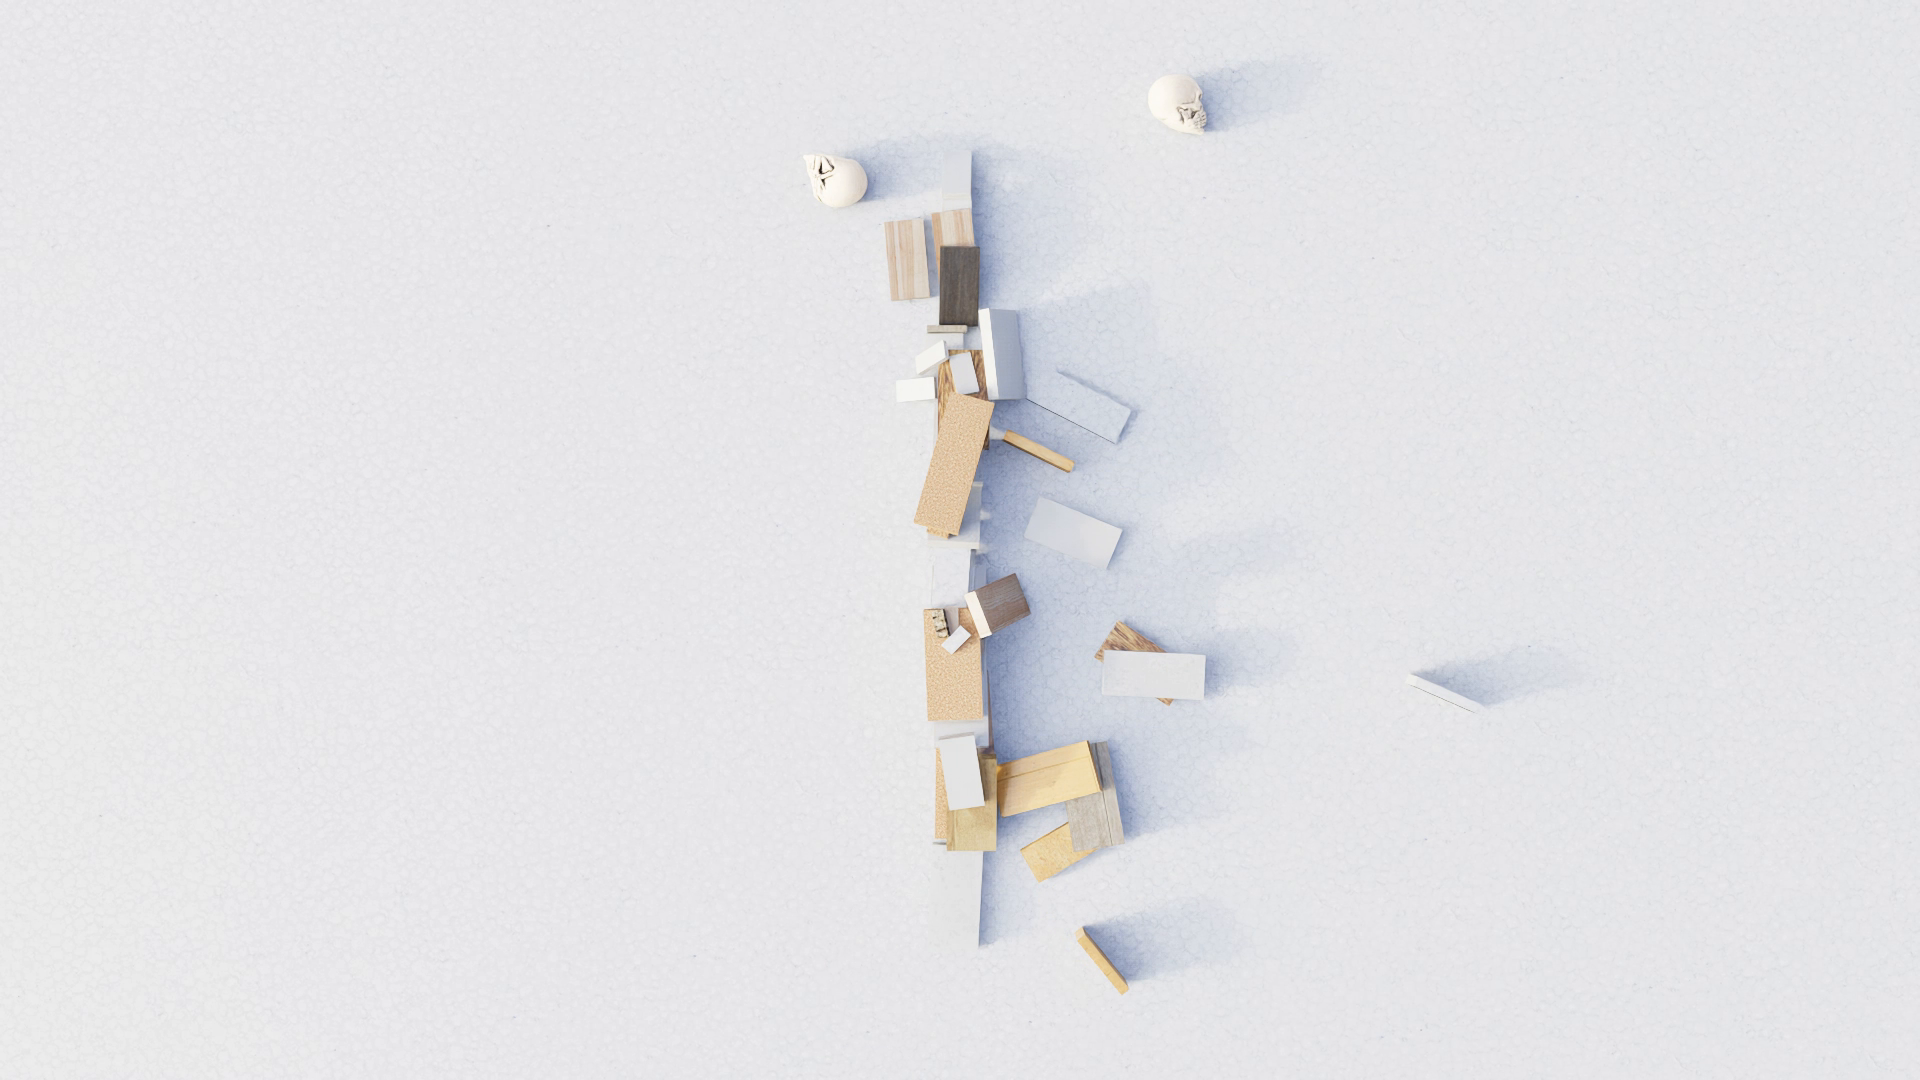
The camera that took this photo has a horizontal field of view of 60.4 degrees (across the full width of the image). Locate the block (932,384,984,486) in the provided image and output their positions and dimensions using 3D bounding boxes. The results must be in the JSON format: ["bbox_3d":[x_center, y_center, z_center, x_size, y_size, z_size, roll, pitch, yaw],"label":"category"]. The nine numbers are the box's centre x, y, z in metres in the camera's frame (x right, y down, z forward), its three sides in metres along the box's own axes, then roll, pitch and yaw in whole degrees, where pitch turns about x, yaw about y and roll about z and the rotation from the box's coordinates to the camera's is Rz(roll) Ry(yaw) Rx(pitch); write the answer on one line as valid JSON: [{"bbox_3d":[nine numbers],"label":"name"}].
[{"bbox_3d":[-0.004,-0.344,5.427,0.167,0.047,0.335,1,73,0],"label":"block"}]

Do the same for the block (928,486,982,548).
[{"bbox_3d":[-0.013,-0.136,5.407,0.167,0.047,0.335,3,65,1],"label":"block"}]

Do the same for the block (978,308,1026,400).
[{"bbox_3d":[0.139,-0.609,5.429,0.042,0.148,0.295,-6,90,39],"label":"block"}]

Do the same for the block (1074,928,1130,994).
[{"bbox_3d":[0.467,1.388,5.442,0.033,0.115,0.230,-39,90,0],"label":"block"}]

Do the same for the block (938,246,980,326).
[{"bbox_3d":[-0.003,-0.837,5.442,0.130,0.037,0.259,1,107,-2],"label":"block"}]

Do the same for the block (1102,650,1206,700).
[{"bbox_3d":[0.638,0.444,5.437,0.331,0.042,0.147,3,90,0],"label":"block"}]

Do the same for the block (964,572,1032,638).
[{"bbox_3d":[0.125,0.210,5.362,0.042,0.294,0.147,-21,90,30],"label":"block"}]

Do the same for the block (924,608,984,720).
[{"bbox_3d":[-0.022,0.400,5.326,0.179,0.051,0.357,-2,92,0],"label":"block"}]

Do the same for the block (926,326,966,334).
[{"bbox_3d":[-0.043,-0.698,5.467,0.131,0.066,0.019,0,90,0],"label":"block"}]

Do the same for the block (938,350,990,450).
[{"bbox_3d":[0.012,-0.461,5.414,0.167,0.047,0.335,0,73,0],"label":"block"}]

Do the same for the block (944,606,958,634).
[{"bbox_3d":[-0.027,0.259,5.290,0.045,0.013,0.090,-2,92,0],"label":"block"}]

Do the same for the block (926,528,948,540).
[{"bbox_3d":[-0.034,-0.138,5.334,0.071,0.020,0.262,18,80,3],"label":"block"}]

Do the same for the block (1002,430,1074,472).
[{"bbox_3d":[0.258,-0.292,5.439,0.245,0.122,0.035,26,90,0],"label":"block"}]

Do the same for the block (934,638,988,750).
[{"bbox_3d":[0.001,0.503,5.410,0.179,0.051,0.357,-1,74,1],"label":"block"}]

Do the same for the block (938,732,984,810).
[{"bbox_3d":[0.005,0.745,5.319,0.115,0.033,0.247,-8,106,1],"label":"block"}]

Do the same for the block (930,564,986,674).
[{"bbox_3d":[-0.007,0.259,5.426,0.179,0.051,0.357,1,74,0],"label":"block"}]

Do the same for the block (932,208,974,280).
[{"bbox_3d":[-0.016,-0.956,5.444,0.130,0.037,0.259,-7,107,0],"label":"block"}]

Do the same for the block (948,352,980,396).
[{"bbox_3d":[0.013,-0.541,5.404,0.071,0.020,0.142,-12,73,-4],"label":"block"}]

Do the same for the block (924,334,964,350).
[{"bbox_3d":[-0.054,-0.654,5.491,0.131,0.019,0.066,-1,90,0],"label":"block"}]

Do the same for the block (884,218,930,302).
[{"bbox_3d":[-0.176,-0.930,5.482,0.130,0.037,0.259,-5,90,0],"label":"block"}]

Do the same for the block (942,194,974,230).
[{"bbox_3d":[-0.005,-1.045,5.452,0.094,0.027,0.187,-4,107,1],"label":"block"}]

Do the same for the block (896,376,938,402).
[{"bbox_3d":[-0.143,-0.497,5.458,0.142,0.020,0.071,-3,90,28],"label":"block"}]

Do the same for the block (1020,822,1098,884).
[{"bbox_3d":[0.336,1.024,5.483,0.245,0.035,0.122,-30,90,0],"label":"block"}]

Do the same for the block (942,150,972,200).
[{"bbox_3d":[-0.010,-1.205,5.439,0.094,0.027,0.187,0,60,3],"label":"block"}]

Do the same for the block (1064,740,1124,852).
[{"bbox_3d":[0.430,0.847,5.450,0.170,0.048,0.339,-9,81,0],"label":"block"}]

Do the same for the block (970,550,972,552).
[{"bbox_3d":[-0.006,-0.079,5.449,0.115,0.033,0.230,6,73,1],"label":"block"}]

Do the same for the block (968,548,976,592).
[{"bbox_3d":[-0.007,0.077,5.435,0.115,0.033,0.230,4,72,1],"label":"block"}]

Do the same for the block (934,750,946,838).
[{"bbox_3d":[0.000,0.827,5.477,0.162,0.046,0.325,1,90,0],"label":"block"}]

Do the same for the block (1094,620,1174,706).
[{"bbox_3d":[0.609,0.409,5.479,0.294,0.042,0.147,33,90,0],"label":"block"}]

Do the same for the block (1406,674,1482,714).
[{"bbox_3d":[1.595,0.508,5.442,0.230,0.115,0.033,24,90,0],"label":"block"}]

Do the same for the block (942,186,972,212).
[{"bbox_3d":[-0.011,-1.113,5.487,0.094,0.027,0.187,1,90,0],"label":"block"}]

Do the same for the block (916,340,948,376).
[{"bbox_3d":[-0.092,-0.601,5.440,0.131,0.019,0.066,-27,59,37],"label":"block"}]

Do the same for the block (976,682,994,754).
[{"bbox_3d":[0.024,0.598,5.443,0.162,0.046,0.325,-4,78,0],"label":"block"}]

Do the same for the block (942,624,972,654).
[{"bbox_3d":[-0.012,0.319,5.282,0.045,0.013,0.090,43,100,-9],"label":"block"}]

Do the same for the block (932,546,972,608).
[{"bbox_3d":[-0.028,0.114,5.375,0.115,0.033,0.230,4,84,1],"label":"block"}]

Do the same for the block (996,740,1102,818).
[{"bbox_3d":[0.281,0.787,5.426,0.339,0.048,0.170,-17,80,12],"label":"block"}]

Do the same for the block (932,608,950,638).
[{"bbox_3d":[-0.061,0.268,5.279,0.045,0.013,0.090,-11,92,35],"label":"block"}]

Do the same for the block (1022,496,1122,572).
[{"bbox_3d":[0.373,-0.022,5.479,0.295,0.042,0.148,23,90,0],"label":"block"}]

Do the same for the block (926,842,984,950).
[{"bbox_3d":[-0.016,1.182,5.476,0.170,0.048,0.339,3,90,0],"label":"block"}]

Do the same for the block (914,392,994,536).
[{"bbox_3d":[-0.018,-0.247,5.312,0.148,0.042,0.441,15,82,2],"label":"block"}]

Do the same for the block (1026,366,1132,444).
[{"bbox_3d":[0.394,-0.450,5.483,0.331,0.035,0.122,27,90,0],"label":"block"}]

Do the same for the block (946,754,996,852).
[{"bbox_3d":[0.038,0.858,5.392,0.162,0.046,0.325,0,106,-1],"label":"block"}]
